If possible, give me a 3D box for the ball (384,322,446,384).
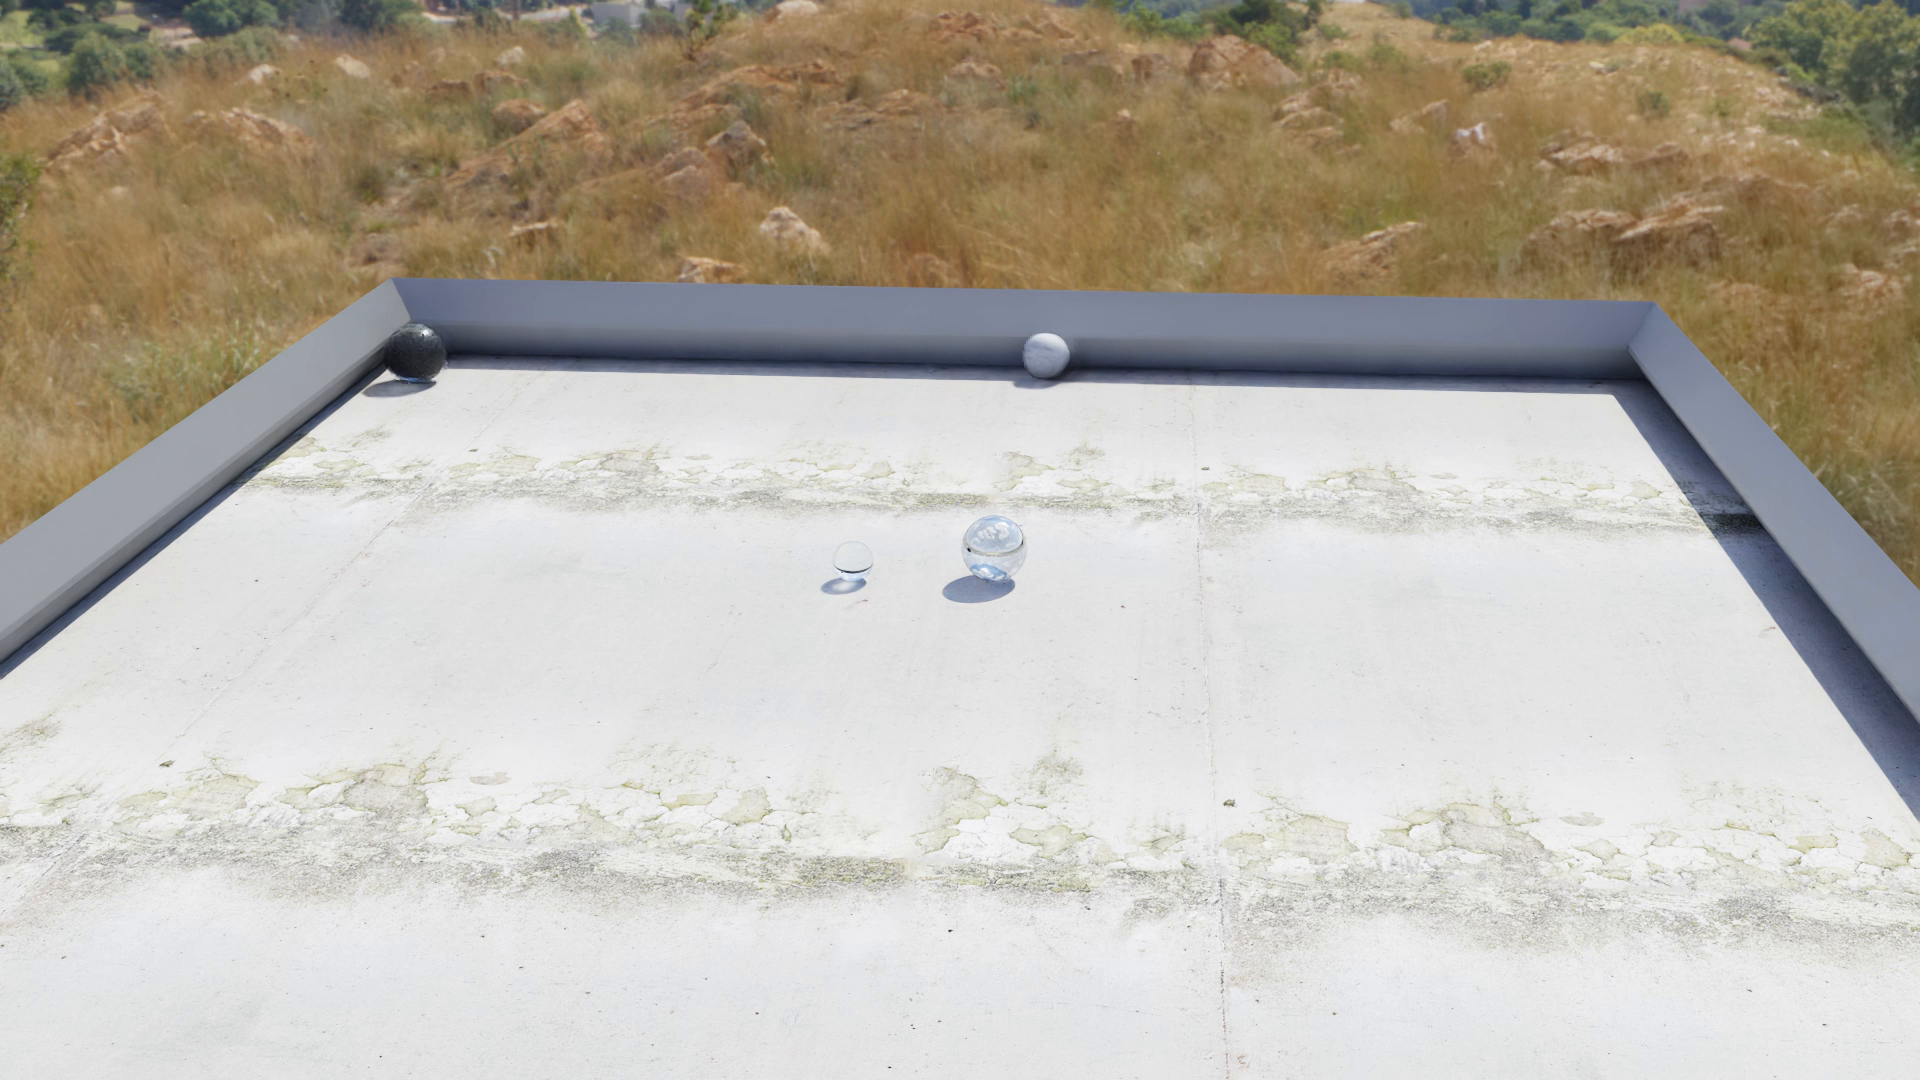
[{"bbox_3d":[-0.825,-0.283,3.332,0.092,0.092,0.092,0,20,0],"label":"ball"}]

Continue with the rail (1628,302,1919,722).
[{"bbox_3d":[0.879,0.306,1.641,0.045,0.119,3.645,2,20,4],"label":"rail"}]

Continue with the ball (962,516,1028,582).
[{"bbox_3d":[0.040,0.010,2.535,0.077,0.077,0.077,0,20,0],"label":"ball"}]

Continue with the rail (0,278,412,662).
[{"bbox_3d":[-1.030,0.252,1.790,0.045,0.119,3.645,2,20,4],"label":"rail"}]

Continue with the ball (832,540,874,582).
[{"bbox_3d":[-0.123,0.024,2.537,0.047,0.047,0.047,0,20,0],"label":"ball"}]

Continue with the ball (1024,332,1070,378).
[{"bbox_3d":[0.133,-0.282,3.361,0.069,0.069,0.069,0,20,0],"label":"ball"}]

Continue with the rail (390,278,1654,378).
[{"bbox_3d":[0.074,-0.324,3.404,1.964,0.119,0.045,2,20,4],"label":"rail"}]
